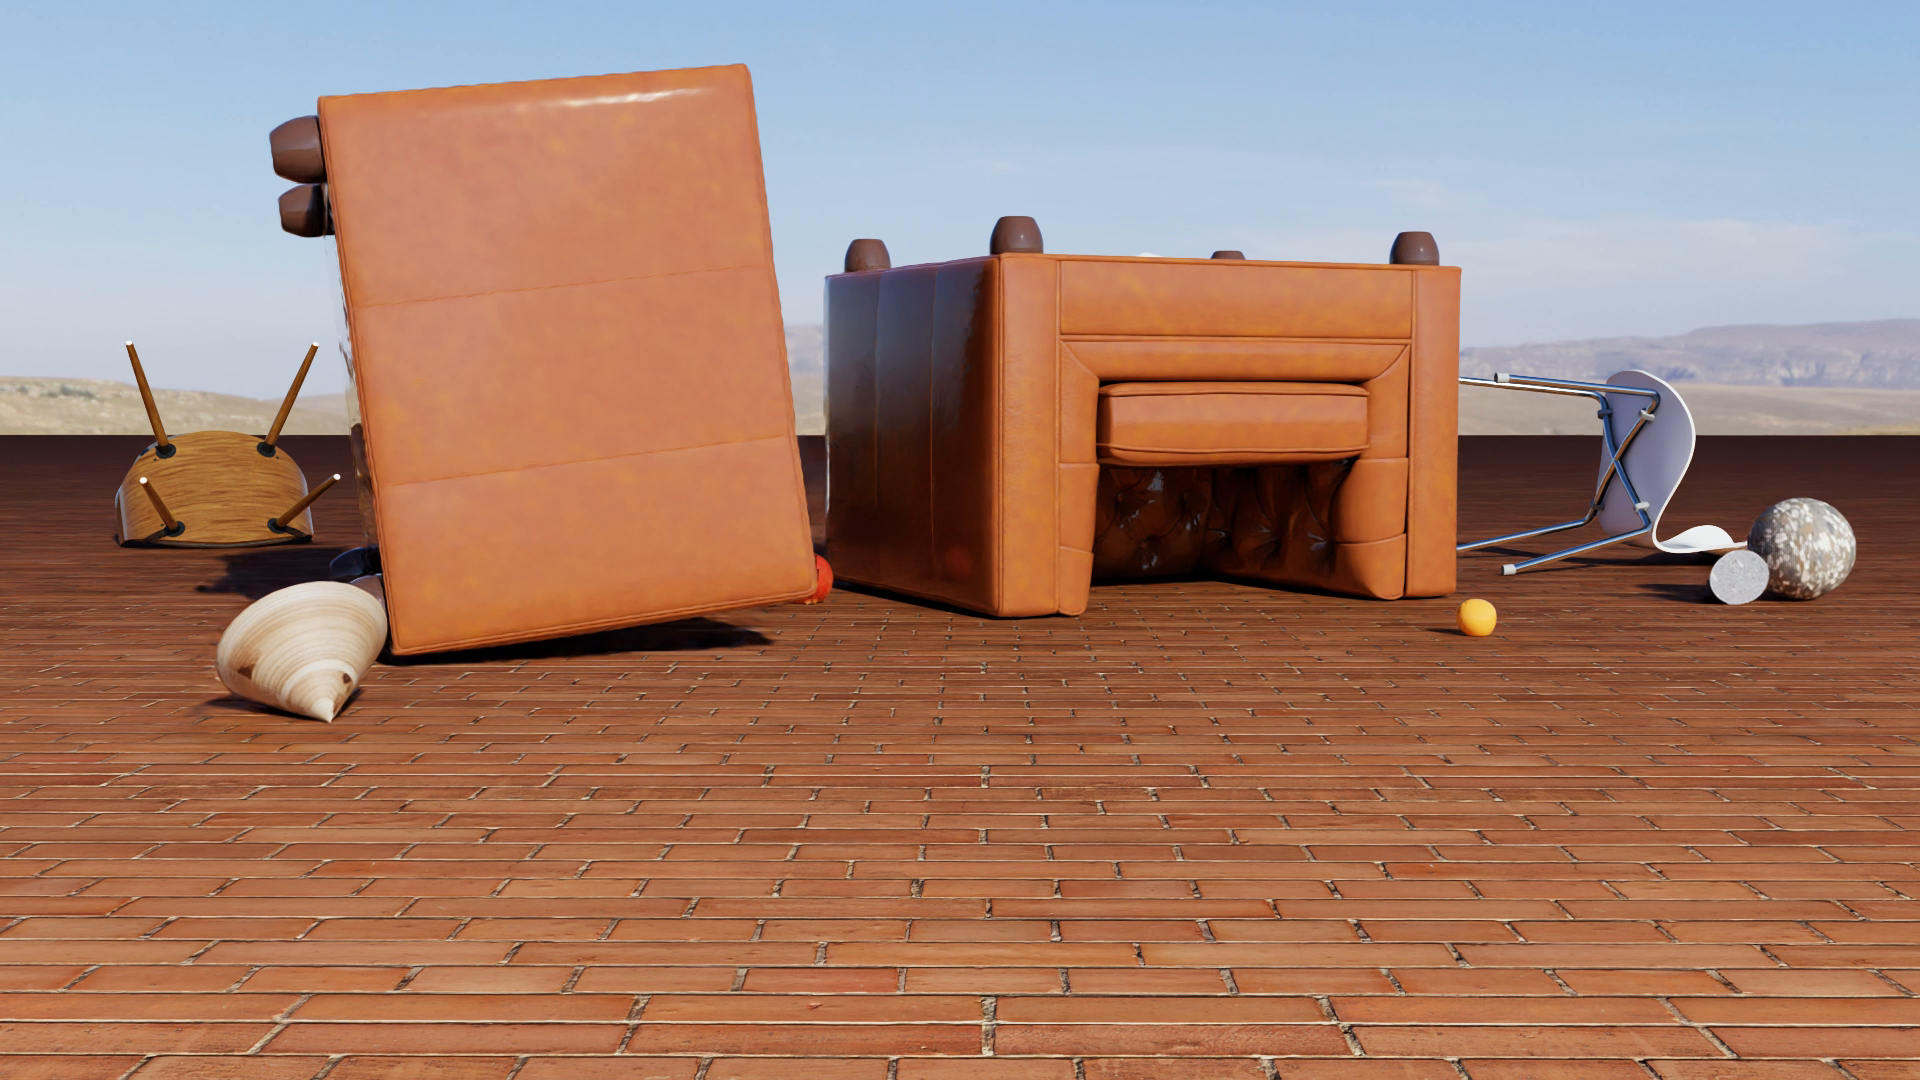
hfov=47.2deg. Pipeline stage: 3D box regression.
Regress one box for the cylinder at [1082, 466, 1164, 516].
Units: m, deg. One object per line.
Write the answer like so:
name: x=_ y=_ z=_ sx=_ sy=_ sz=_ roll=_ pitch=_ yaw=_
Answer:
cylinder: x=0.585 y=-0.178 z=7.918 sx=0.313 sy=0.168 sz=0.257 roll=3 pitch=5 yaw=40

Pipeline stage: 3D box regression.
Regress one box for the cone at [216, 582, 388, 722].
cone: x=-0.879 y=0.196 z=3.003 sx=0.236 sy=0.250 sz=0.144 roll=-10 pitch=49 yaw=-28

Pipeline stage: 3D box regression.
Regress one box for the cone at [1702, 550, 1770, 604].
cone: x=1.617 y=0.101 z=4.676 sx=0.146 sy=0.110 sz=0.156 roll=-28 pitch=-10 yaw=-18

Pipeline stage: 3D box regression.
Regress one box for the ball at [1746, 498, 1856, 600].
ball: x=1.788 y=0.019 z=4.675 sx=0.218 sy=0.218 sz=0.218 roll=0 pitch=4 yaw=0

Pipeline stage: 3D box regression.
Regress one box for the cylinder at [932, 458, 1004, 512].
cylinder: x=0.030 y=-0.205 z=8.103 sx=0.244 sy=0.159 sz=0.294 roll=-1 pitch=11 yaw=-29

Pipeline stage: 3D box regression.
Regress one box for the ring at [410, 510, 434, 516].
ring: x=-1.920 y=-0.098 z=7.855 sx=0.078 sy=0.016 sz=0.103 roll=-5 pitch=6 yaw=-43
